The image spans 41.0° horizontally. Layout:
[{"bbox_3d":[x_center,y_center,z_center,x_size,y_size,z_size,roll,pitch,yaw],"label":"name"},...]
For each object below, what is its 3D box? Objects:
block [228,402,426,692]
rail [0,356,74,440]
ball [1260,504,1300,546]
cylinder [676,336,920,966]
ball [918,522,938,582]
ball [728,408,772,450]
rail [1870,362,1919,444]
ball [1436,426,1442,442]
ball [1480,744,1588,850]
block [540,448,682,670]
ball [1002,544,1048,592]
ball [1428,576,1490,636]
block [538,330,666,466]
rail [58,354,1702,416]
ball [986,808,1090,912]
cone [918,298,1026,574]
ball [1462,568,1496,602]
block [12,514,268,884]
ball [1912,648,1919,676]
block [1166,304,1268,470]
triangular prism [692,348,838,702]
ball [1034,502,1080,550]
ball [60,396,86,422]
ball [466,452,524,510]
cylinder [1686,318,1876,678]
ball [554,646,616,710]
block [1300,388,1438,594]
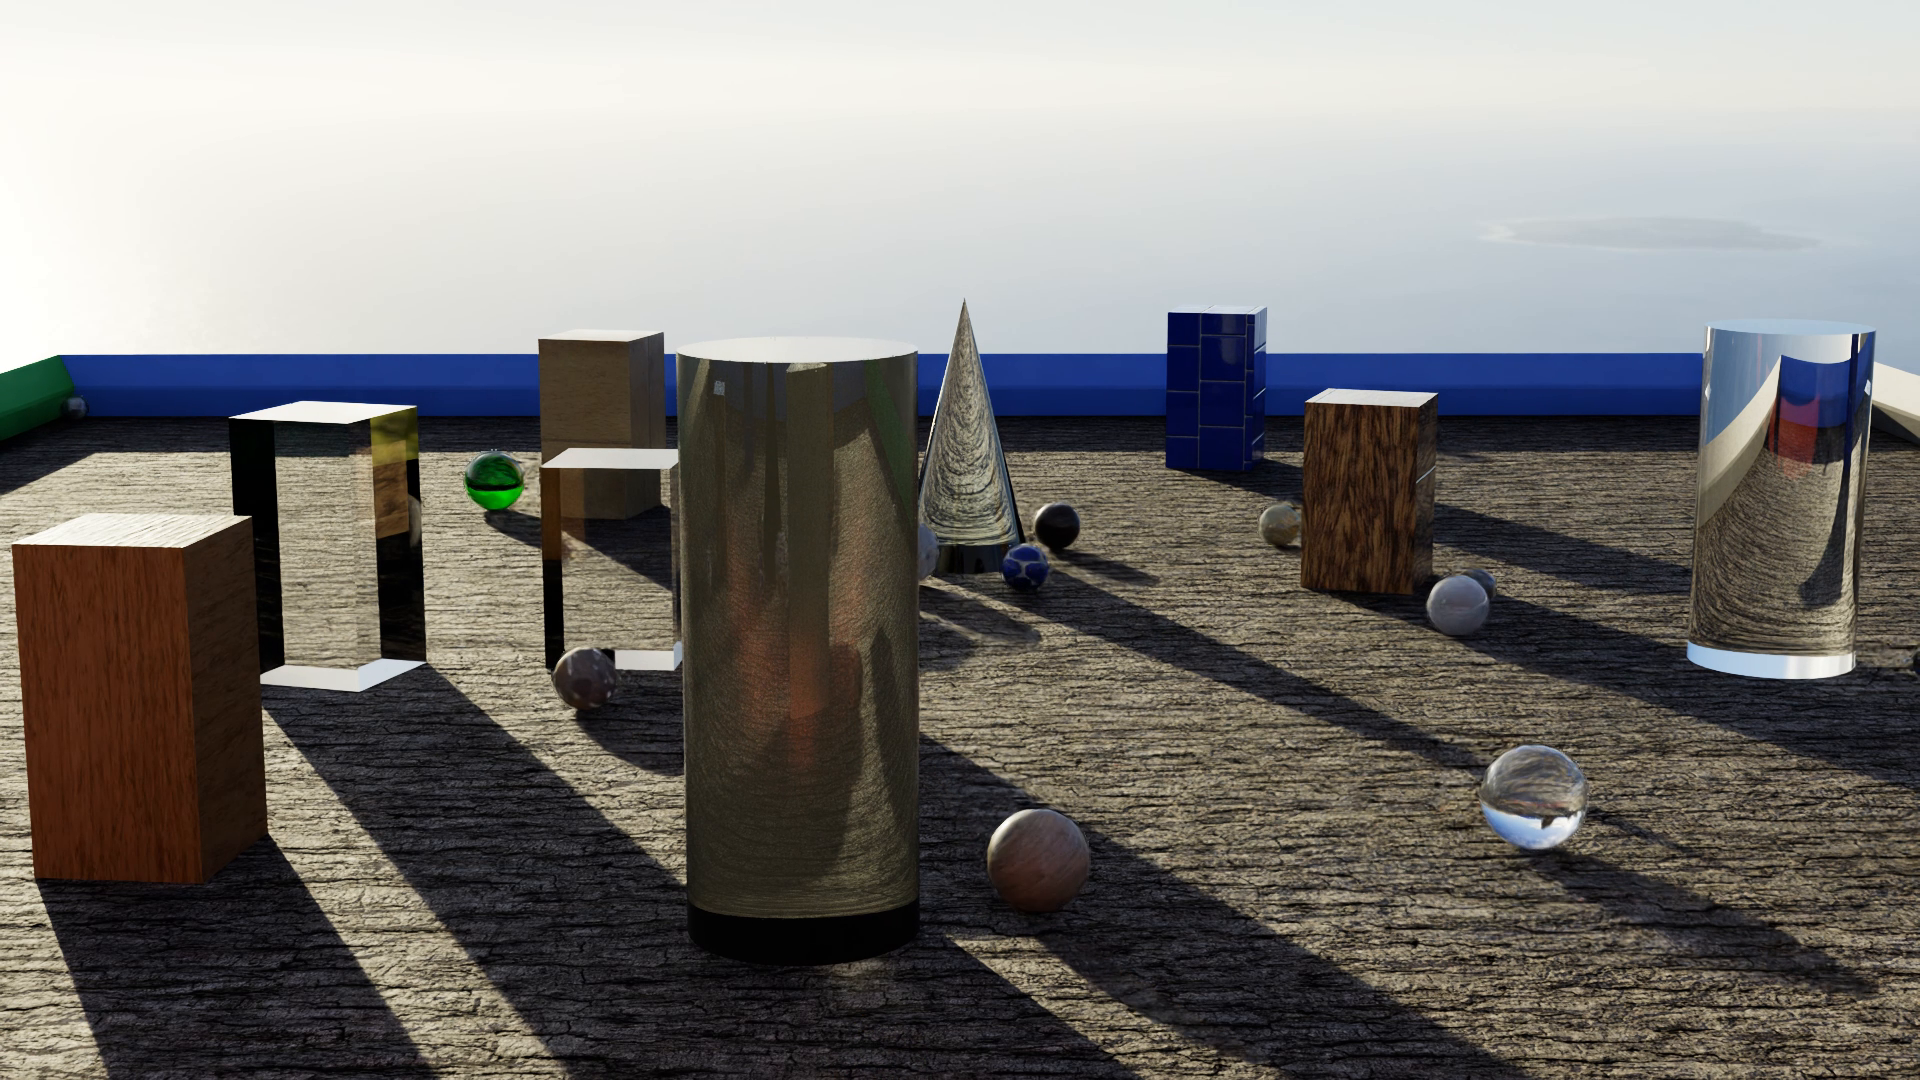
[{"bbox_3d":[-0.759,0.004,3.092,0.159,0.319,0.159,3,11,17],"label":"block"},{"bbox_3d":[-1.854,0.035,3.438,0.045,0.129,3.962,0,10,0],"label":"rail"},{"bbox_3d":[0.491,-0.023,3.938,0.063,0.063,0.063,0,10,0],"label":"ball"},{"bbox_3d":[-0.134,0.087,2.154,0.199,0.497,0.199,0,10,0],"label":"cylinder"},{"bbox_3d":[-0.077,0.018,3.634,0.094,0.094,0.094,0,10,0],"label":"ball"},{"bbox_3d":[-0.402,-0.211,4.909,0.081,0.081,0.081,0,10,0],"label":"ball"},{"bbox_3d":[1.854,0.031,3.459,0.045,0.129,3.962,0,10,0],"label":"rail"},{"bbox_3d":[0.903,-0.207,4.961,0.053,0.053,0.053,0,10,0],"label":"ball"},{"bbox_3d":[0.539,0.242,2.409,0.099,0.099,0.099,0,10,0],"label":"ball"},{"bbox_3d":[-0.422,0.021,3.191,0.159,0.249,0.159,1,11,4],"label":"block"},{"bbox_3d":[0.092,0.039,3.599,0.066,0.066,0.066,0,10,0],"label":"ball"},{"bbox_3d":[0.644,0.084,3.317,0.078,0.078,0.078,0,10,0],"label":"ball"},{"bbox_3d":[-0.596,-0.201,4.292,0.159,0.285,0.159,3,11,14],"label":"block"},{"bbox_3d":[-0.011,-0.323,5.373,3.755,0.129,0.045,0,10,0],"label":"rail"},{"bbox_3d":[0.068,0.279,2.235,0.090,0.090,0.090,0,10,0],"label":"ball"},{"bbox_3d":[0.007,-0.163,3.788,0.199,0.393,0.199,0,10,0],"label":"cone"},{"bbox_3d":[0.703,0.065,3.494,0.052,0.052,0.052,0,10,0],"label":"ball"},{"bbox_3d":[-0.753,0.142,2.372,0.159,0.309,0.159,1,11,6],"label":"block"},{"bbox_3d":[1.164,0.146,3.062,0.051,0.051,0.051,0,10,0],"label":"ball"},{"bbox_3d":[0.474,-0.284,4.739,0.159,0.285,0.159,3,11,14],"label":"block"},{"bbox_3d":[-0.207,-0.022,3.029,0.172,0.394,0.149,2,11,13],"label":"triangular prism"},{"bbox_3d":[0.147,-0.021,3.908,0.071,0.071,0.071,0,10,0],"label":"ball"},{"bbox_3d":[-1.835,-0.271,5.311,0.052,0.052,0.052,0,10,0],"label":"ball"},{"bbox_3d":[-0.771,-0.097,4.249,0.096,0.096,0.096,0,10,0],"label":"ball"},{"bbox_3d":[1.005,-0.055,3.146,0.199,0.414,0.199,0,10,0],"label":"cylinder"},{"bbox_3d":[-0.429,0.158,2.936,0.072,0.072,0.072,0,10,0],"label":"ball"},{"bbox_3d":[0.583,-0.072,3.653,0.159,0.264,0.159,4,11,19],"label":"block"}]
